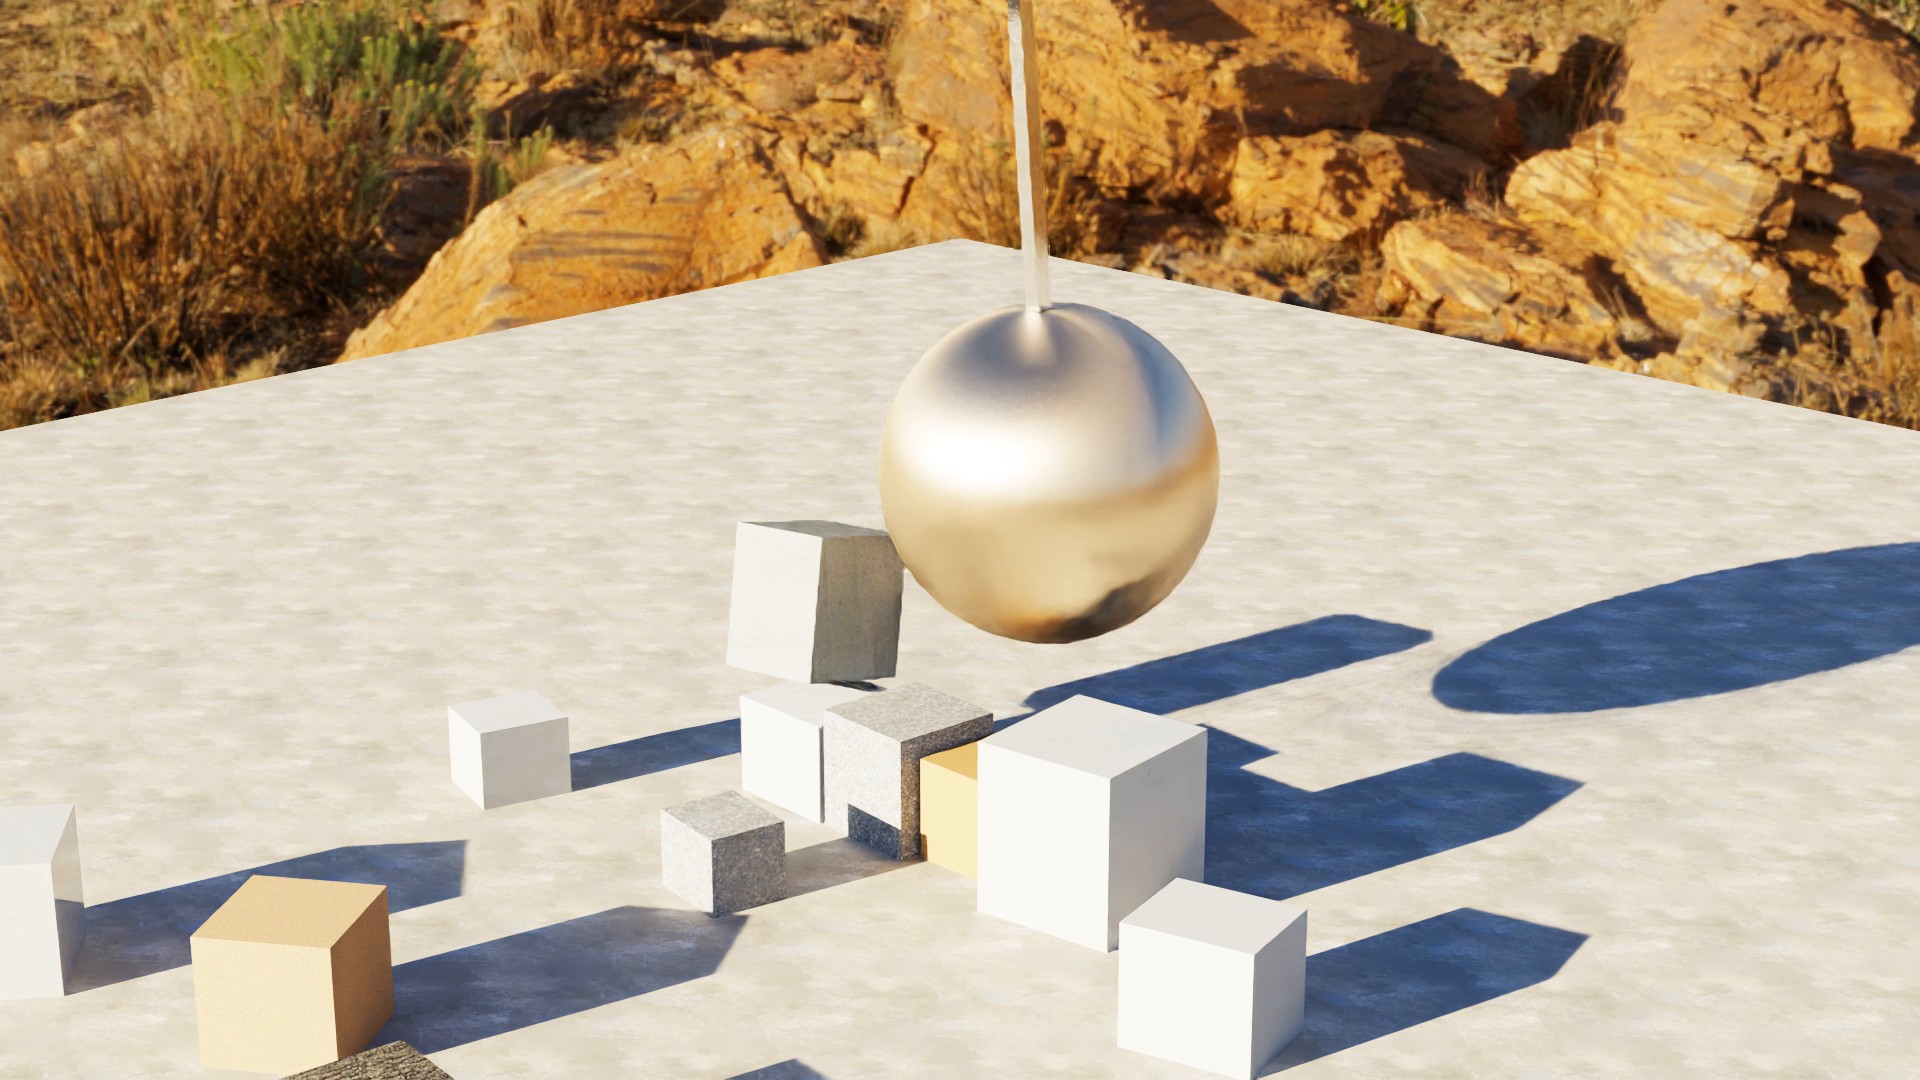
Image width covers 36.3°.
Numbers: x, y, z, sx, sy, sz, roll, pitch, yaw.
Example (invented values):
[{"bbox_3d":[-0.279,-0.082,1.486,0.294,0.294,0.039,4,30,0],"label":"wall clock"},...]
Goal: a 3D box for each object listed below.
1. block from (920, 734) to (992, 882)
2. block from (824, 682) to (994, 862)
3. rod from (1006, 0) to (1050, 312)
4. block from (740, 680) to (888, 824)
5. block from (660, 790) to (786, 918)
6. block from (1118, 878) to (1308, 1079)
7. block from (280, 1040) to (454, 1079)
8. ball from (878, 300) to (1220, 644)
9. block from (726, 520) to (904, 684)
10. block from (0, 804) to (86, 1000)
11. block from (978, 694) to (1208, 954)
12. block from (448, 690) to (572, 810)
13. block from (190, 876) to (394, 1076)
[{"bbox_3d":[0.161,1.248,13.550,0.468,0.494,0.501,-16,24,-41],"label":"block"},{"bbox_3d":[-0.243,1.088,13.894,0.572,0.593,0.562,-15,23,-39],"label":"block"},{"bbox_3d":[0.179,-3.472,12.438,0.080,5.200,0.080,17,30,42],"label":"rod"},{"bbox_3d":[-0.654,0.999,14.339,0.585,0.495,0.593,-15,23,-40],"label":"block"},{"bbox_3d":[-1.068,1.413,13.220,0.383,0.376,0.443,-12,21,-34],"label":"block"},{"bbox_3d":[1.018,1.764,11.818,0.589,0.548,0.505,10,20,29],"label":"block"},{"bbox_3d":[-2.076,2.205,10.407,0.553,0.553,0.565,-13,22,-37],"label":"block"},{"bbox_3d":[0.414,-0.314,13.676,1.600,1.600,1.600,0,17,0],"label":"ball"},{"bbox_3d":[-0.705,0.296,14.438,0.578,0.711,0.608,10,8,41],"label":"block"},{"bbox_3d":[-4.075,1.537,12.445,0.572,0.606,0.644,-2,18,-7],"label":"block"},{"bbox_3d":[0.588,1.245,13.032,0.706,0.810,0.749,13,22,36],"label":"block"},{"bbox_3d":[-2.214,1.028,14.413,0.455,0.397,0.435,-10,20,-28],"label":"block"},{"bbox_3d":[-2.679,1.754,11.818,0.579,0.567,0.604,3,18,10],"label":"block"}]
